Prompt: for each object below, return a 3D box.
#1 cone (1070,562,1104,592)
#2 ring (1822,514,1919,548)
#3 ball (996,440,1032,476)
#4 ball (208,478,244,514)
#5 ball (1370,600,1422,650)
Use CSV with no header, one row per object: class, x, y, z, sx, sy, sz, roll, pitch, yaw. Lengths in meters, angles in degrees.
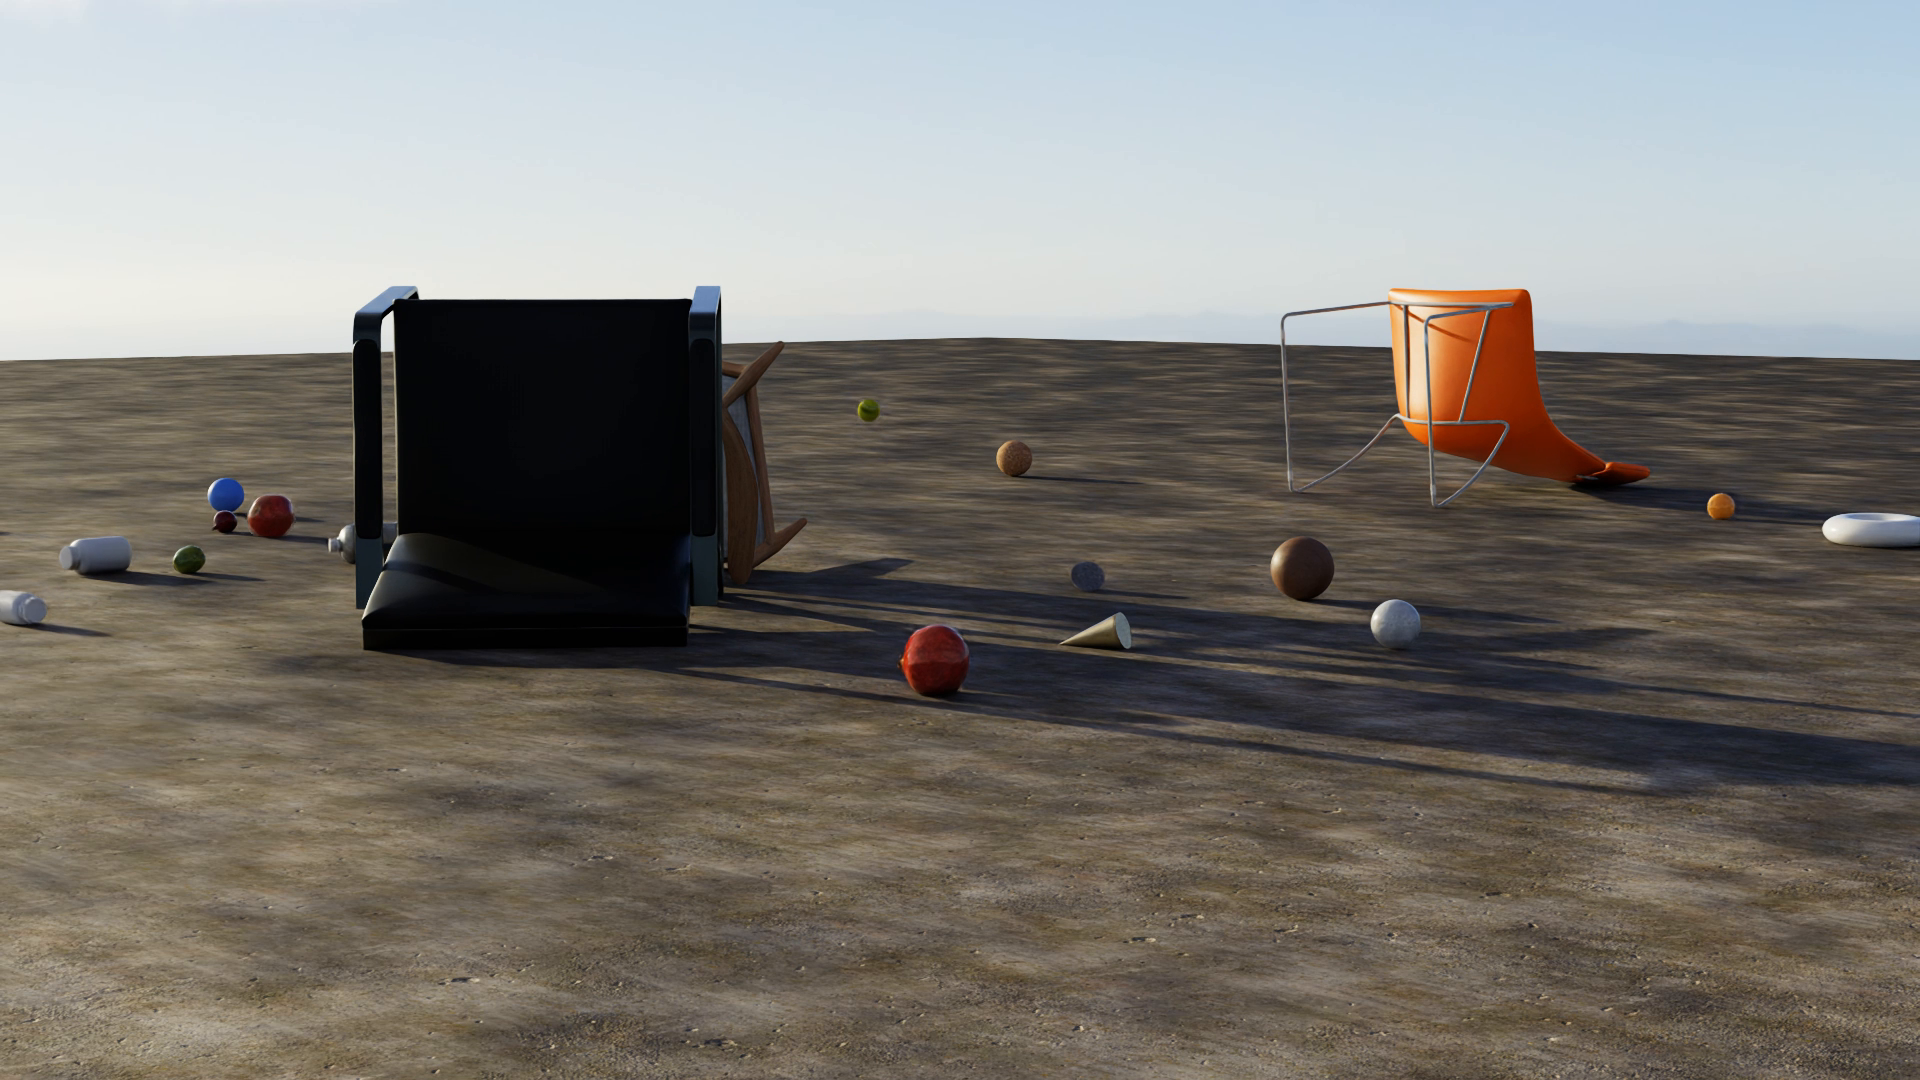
cone,0.257,0.088,5.413,0.080,0.067,0.063,-11,-18,-27
ring,2.260,-0.024,6.322,0.256,0.067,0.258,-2,7,-14
ball,0.179,-0.269,8.447,0.118,0.118,0.118,0,6,0
ball,-2.042,-0.124,7.138,0.098,0.098,0.098,0,6,0
ball,0.771,0.149,4.536,0.088,0.088,0.088,0,6,0
